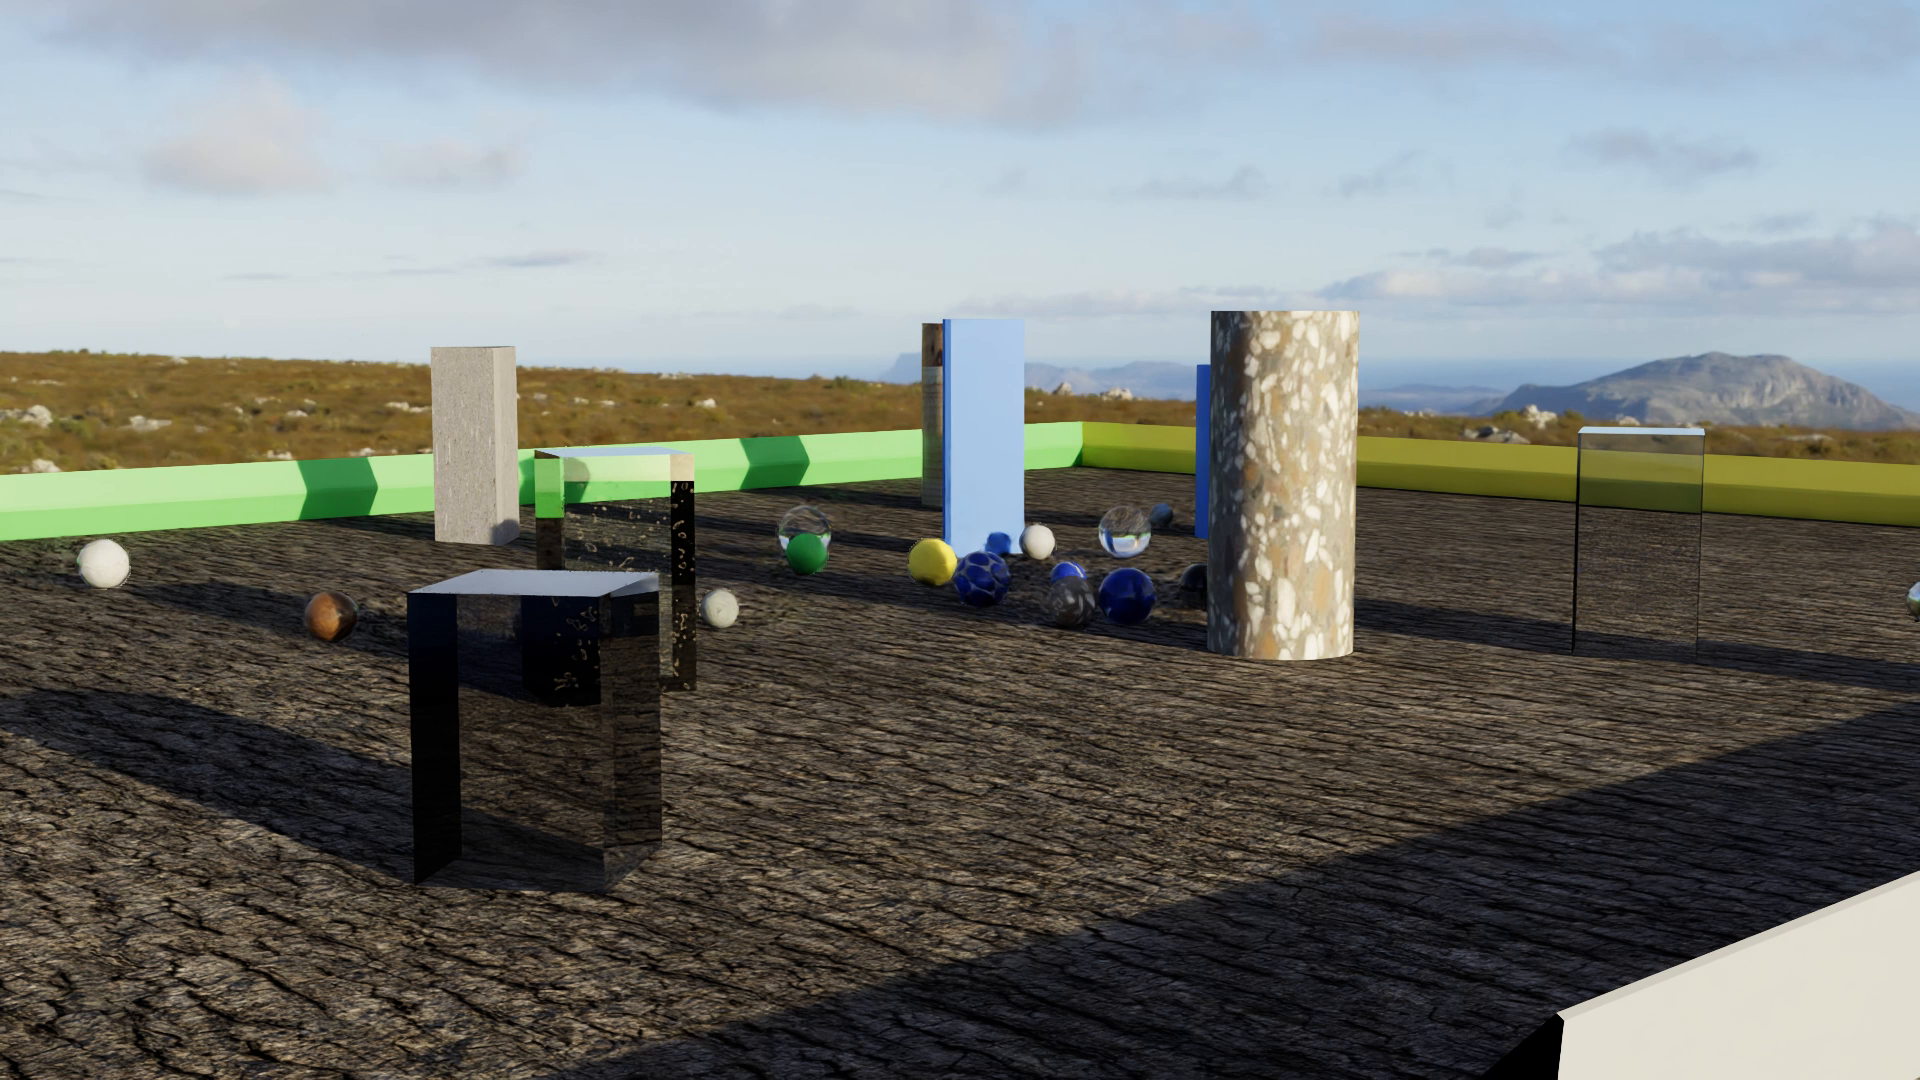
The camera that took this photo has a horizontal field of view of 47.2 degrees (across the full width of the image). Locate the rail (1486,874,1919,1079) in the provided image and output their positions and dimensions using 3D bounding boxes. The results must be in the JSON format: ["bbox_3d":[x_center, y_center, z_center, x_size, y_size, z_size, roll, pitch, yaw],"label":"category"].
[{"bbox_3d":[1.276,0.177,1.957,4.457,0.124,0.045,-6,8,-42],"label":"rail"}]

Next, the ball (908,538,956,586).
[{"bbox_3d":[-0.045,0.036,3.523,0.077,0.077,0.077,0,6,0],"label":"ball"}]

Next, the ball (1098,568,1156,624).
[{"bbox_3d":[0.235,0.079,3.086,0.081,0.081,0.081,0,6,0],"label":"ball"}]

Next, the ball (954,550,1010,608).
[{"bbox_3d":[0.033,0.058,3.280,0.085,0.085,0.085,0,6,0],"label":"ball"}]

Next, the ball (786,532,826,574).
[{"bbox_3d":[-0.259,0.022,3.700,0.068,0.068,0.068,0,6,0],"label":"ball"}]

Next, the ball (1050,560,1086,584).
[{"bbox_3d":[0.167,0.060,3.402,0.056,0.056,0.056,0,6,0],"label":"ball"}]

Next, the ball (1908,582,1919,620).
[{"bbox_3d":[1.377,0.086,3.114,0.065,0.065,0.065,0,6,0],"label":"ball"}]

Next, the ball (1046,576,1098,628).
[{"bbox_3d":[0.157,0.086,3.079,0.072,0.072,0.072,0,6,0],"label":"ball"}]

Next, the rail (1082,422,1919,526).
[{"bbox_3d":[1.620,-0.125,4.819,0.045,0.124,3.811,-6,8,-42],"label":"rail"}]

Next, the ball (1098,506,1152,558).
[{"bbox_3d":[0.294,-0.015,3.925,0.094,0.094,0.094,0,6,0],"label":"ball"}]

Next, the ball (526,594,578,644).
[{"bbox_3d":[-0.541,0.105,2.919,0.067,0.067,0.067,0,6,0],"label":"ball"}]

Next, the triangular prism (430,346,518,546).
[{"bbox_3d":[-0.901,-0.185,4.225,0.165,0.371,0.143,3,7,30],"label":"triangular prism"}]

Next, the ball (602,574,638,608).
[{"bbox_3d":[-0.505,0.077,3.265,0.051,0.051,0.051,0,6,0],"label":"ball"}]

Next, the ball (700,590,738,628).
[{"bbox_3d":[-0.335,0.096,3.062,0.054,0.054,0.054,0,6,0],"label":"ball"}]

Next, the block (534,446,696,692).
[{"bbox_3d":[-0.407,0.034,2.595,0.152,0.277,0.152,-3,7,-23],"label":"block"}]

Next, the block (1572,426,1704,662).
[{"bbox_3d":[0.880,0.002,2.852,0.152,0.287,0.152,2,6,18],"label":"block"}]

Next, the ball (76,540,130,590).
[{"bbox_3d":[-1.361,0.039,3.494,0.079,0.079,0.079,0,6,0],"label":"ball"}]

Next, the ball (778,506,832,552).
[{"bbox_3d":[-0.276,-0.013,3.904,0.095,0.095,0.095,0,6,0],"label":"ball"}]

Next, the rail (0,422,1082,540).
[{"bbox_3d":[-1.276,-0.113,4.707,4.457,0.124,0.045,-6,8,-42],"label":"rail"}]

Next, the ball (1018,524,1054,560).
[{"bbox_3d":[0.136,0.004,3.894,0.064,0.064,0.064,0,6,0],"label":"ball"}]

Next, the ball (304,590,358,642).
[{"bbox_3d":[-0.840,0.102,2.937,0.069,0.069,0.069,0,6,0],"label":"ball"}]

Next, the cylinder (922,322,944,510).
[{"bbox_3d":[0.009,-0.281,4.941,0.190,0.411,0.190,0,6,0],"label":"cylinder"}]

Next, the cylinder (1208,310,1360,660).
[{"bbox_3d":[0.420,-0.077,2.864,0.190,0.441,0.190,0,6,0],"label":"cylinder"}]

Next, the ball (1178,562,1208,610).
[{"bbox_3d":[0.358,0.069,3.254,0.070,0.070,0.070,0,6,0],"label":"ball"}]

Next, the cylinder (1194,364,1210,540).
[{"bbox_3d":[0.555,-0.174,4.289,0.190,0.335,0.190,0,6,0],"label":"cylinder"}]

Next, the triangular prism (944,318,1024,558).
[{"bbox_3d":[0.010,-0.190,4.012,0.165,0.424,0.143,-4,7,-33],"label":"triangular prism"}]

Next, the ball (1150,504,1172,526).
[{"bbox_3d":[0.411,-0.051,4.494,0.047,0.047,0.047,0,6,0],"label":"ball"}]

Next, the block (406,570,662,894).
[{"bbox_3d":[-0.334,0.147,1.751,0.152,0.229,0.152,1,6,9],"label":"block"}]
